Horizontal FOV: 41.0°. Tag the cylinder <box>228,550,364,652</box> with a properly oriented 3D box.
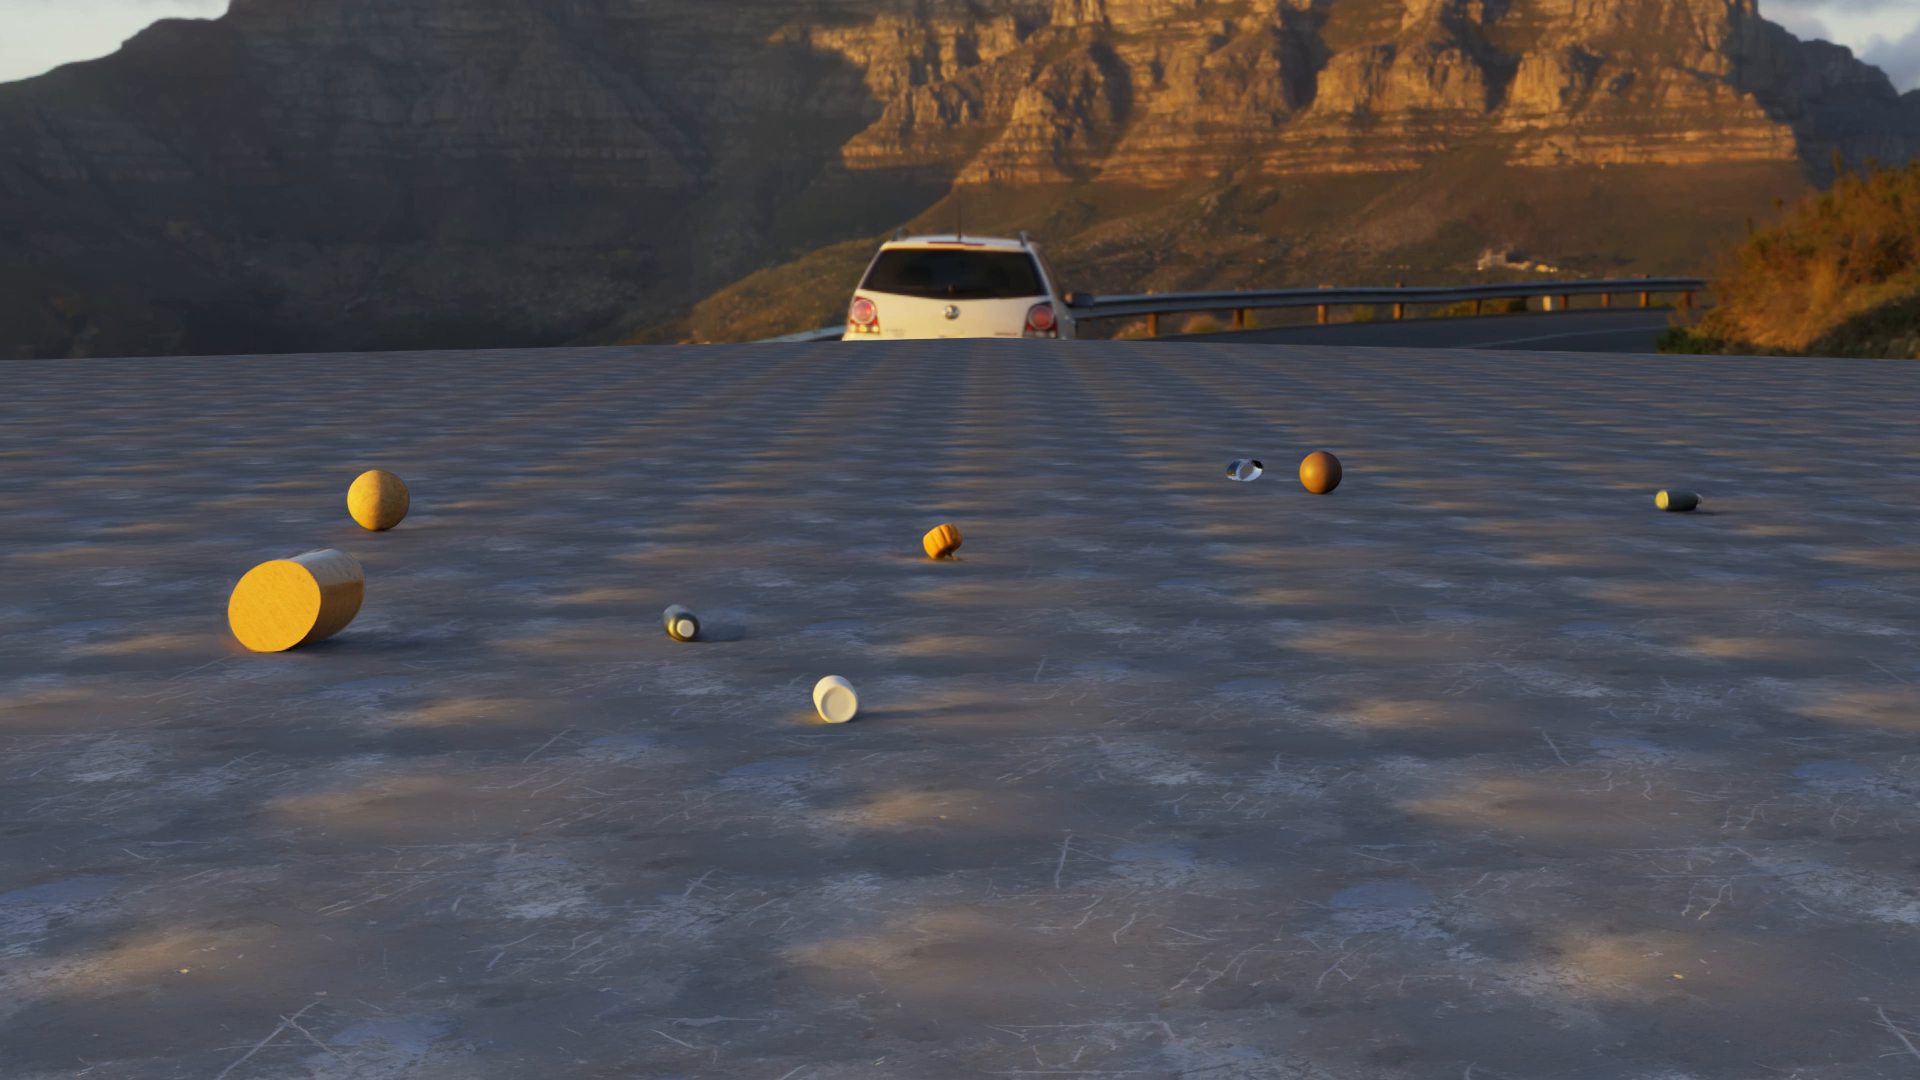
[{"bbox_3d":[-1.182,0.107,4.577,0.185,0.152,0.180,-35,-2,13],"label":"cylinder"}]

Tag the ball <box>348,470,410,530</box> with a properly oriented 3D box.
[{"bbox_3d":[-1.504,-0.103,6.640,0.158,0.158,0.158,0,6,0],"label":"ball"}]
